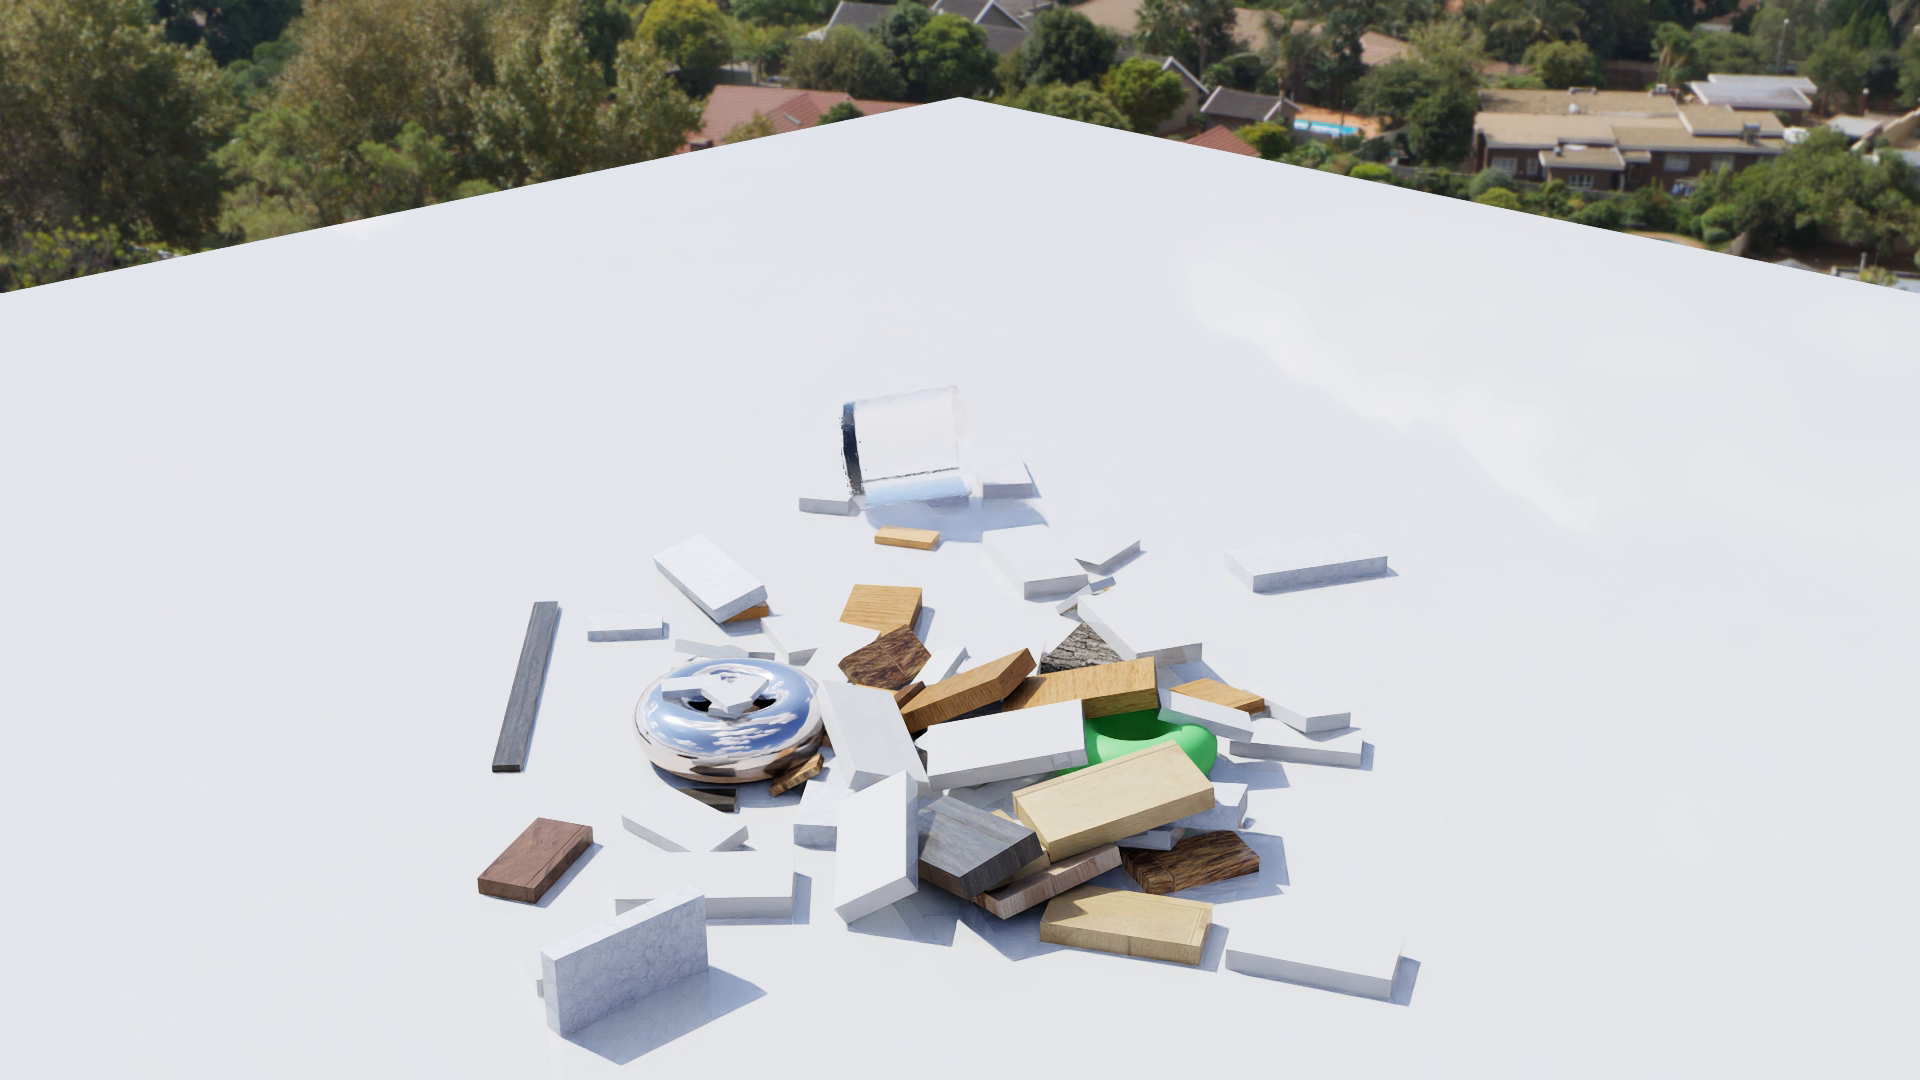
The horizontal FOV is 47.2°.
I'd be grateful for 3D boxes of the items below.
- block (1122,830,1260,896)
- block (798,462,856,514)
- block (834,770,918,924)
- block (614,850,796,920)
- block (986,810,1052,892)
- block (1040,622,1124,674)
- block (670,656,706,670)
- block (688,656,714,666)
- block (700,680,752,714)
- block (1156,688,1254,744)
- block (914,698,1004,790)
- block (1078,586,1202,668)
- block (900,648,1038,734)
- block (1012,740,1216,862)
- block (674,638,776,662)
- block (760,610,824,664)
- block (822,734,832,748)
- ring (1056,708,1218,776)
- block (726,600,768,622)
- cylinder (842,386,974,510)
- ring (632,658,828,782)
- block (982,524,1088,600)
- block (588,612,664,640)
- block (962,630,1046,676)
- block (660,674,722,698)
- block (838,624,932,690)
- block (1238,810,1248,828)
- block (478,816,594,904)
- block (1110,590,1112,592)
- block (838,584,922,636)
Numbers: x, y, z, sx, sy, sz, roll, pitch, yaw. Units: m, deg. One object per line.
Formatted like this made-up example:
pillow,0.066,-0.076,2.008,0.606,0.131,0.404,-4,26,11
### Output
block,0.446,0.622,4.251,0.235,0.033,0.117,-9,25,-21
block,-0.339,-0.143,6.049,0.136,0.039,0.273,5,23,11
block,-0.158,0.579,4.181,0.155,0.044,0.310,-27,29,15
block,-0.479,0.653,4.163,0.327,0.046,0.163,-1,23,-2
block,0.065,0.593,4.218,0.131,0.037,0.262,-19,15,-14
block,0.330,0.255,5.101,0.165,0.047,0.329,11,25,24
block,-0.567,0.312,4.995,0.088,0.025,0.176,-21,31,-40
block,-0.530,0.304,4.950,0.176,0.025,0.088,8,24,17
block,-0.484,0.325,4.562,0.059,0.017,0.117,-14,25,-31
block,0.510,0.368,4.604,0.202,0.029,0.101,16,19,-5
block,0.064,0.403,4.685,0.165,0.047,0.329,21,37,31
block,0.414,0.204,5.101,0.165,0.047,0.329,-8,24,-19
block,-0.004,0.331,4.716,0.321,0.046,0.161,-24,9,33
block,0.295,0.499,4.227,0.347,0.049,0.173,-16,32,-16
block,-0.540,0.257,5.046,0.209,0.030,0.104,8,1,30
block,-0.388,0.228,5.185,0.104,0.030,0.209,-9,25,-21
block,-0.211,0.421,4.655,0.078,0.022,0.156,5,5,38
ring,0.357,0.427,4.603,0.363,0.121,0.363,0,22,0
block,-0.544,0.140,5.394,0.104,0.030,0.209,-7,24,-16
cylinder,-0.138,-0.249,5.907,0.296,0.296,0.296,-7,22,9
ring,-0.484,0.380,4.686,0.428,0.143,0.428,0,22,0
block,0.188,0.053,5.576,0.167,0.047,0.335,-7,24,-16
block,-0.798,0.206,5.243,0.175,0.025,0.088,-2,23,-6
block,0.095,0.300,4.992,0.167,0.047,0.335,3,23,7
block,-0.568,0.310,4.652,0.125,0.018,0.063,-4,21,-9
block,-0.165,0.279,4.985,0.111,0.031,0.222,50,42,12
block,0.526,0.546,4.428,0.099,0.014,0.050,12,39,13
block,-0.820,0.618,4.260,0.120,0.034,0.240,7,24,17
block,0.403,0.164,5.346,0.077,0.022,0.155,1,23,3
block,-0.196,0.198,5.233,0.167,0.047,0.335,3,23,7
